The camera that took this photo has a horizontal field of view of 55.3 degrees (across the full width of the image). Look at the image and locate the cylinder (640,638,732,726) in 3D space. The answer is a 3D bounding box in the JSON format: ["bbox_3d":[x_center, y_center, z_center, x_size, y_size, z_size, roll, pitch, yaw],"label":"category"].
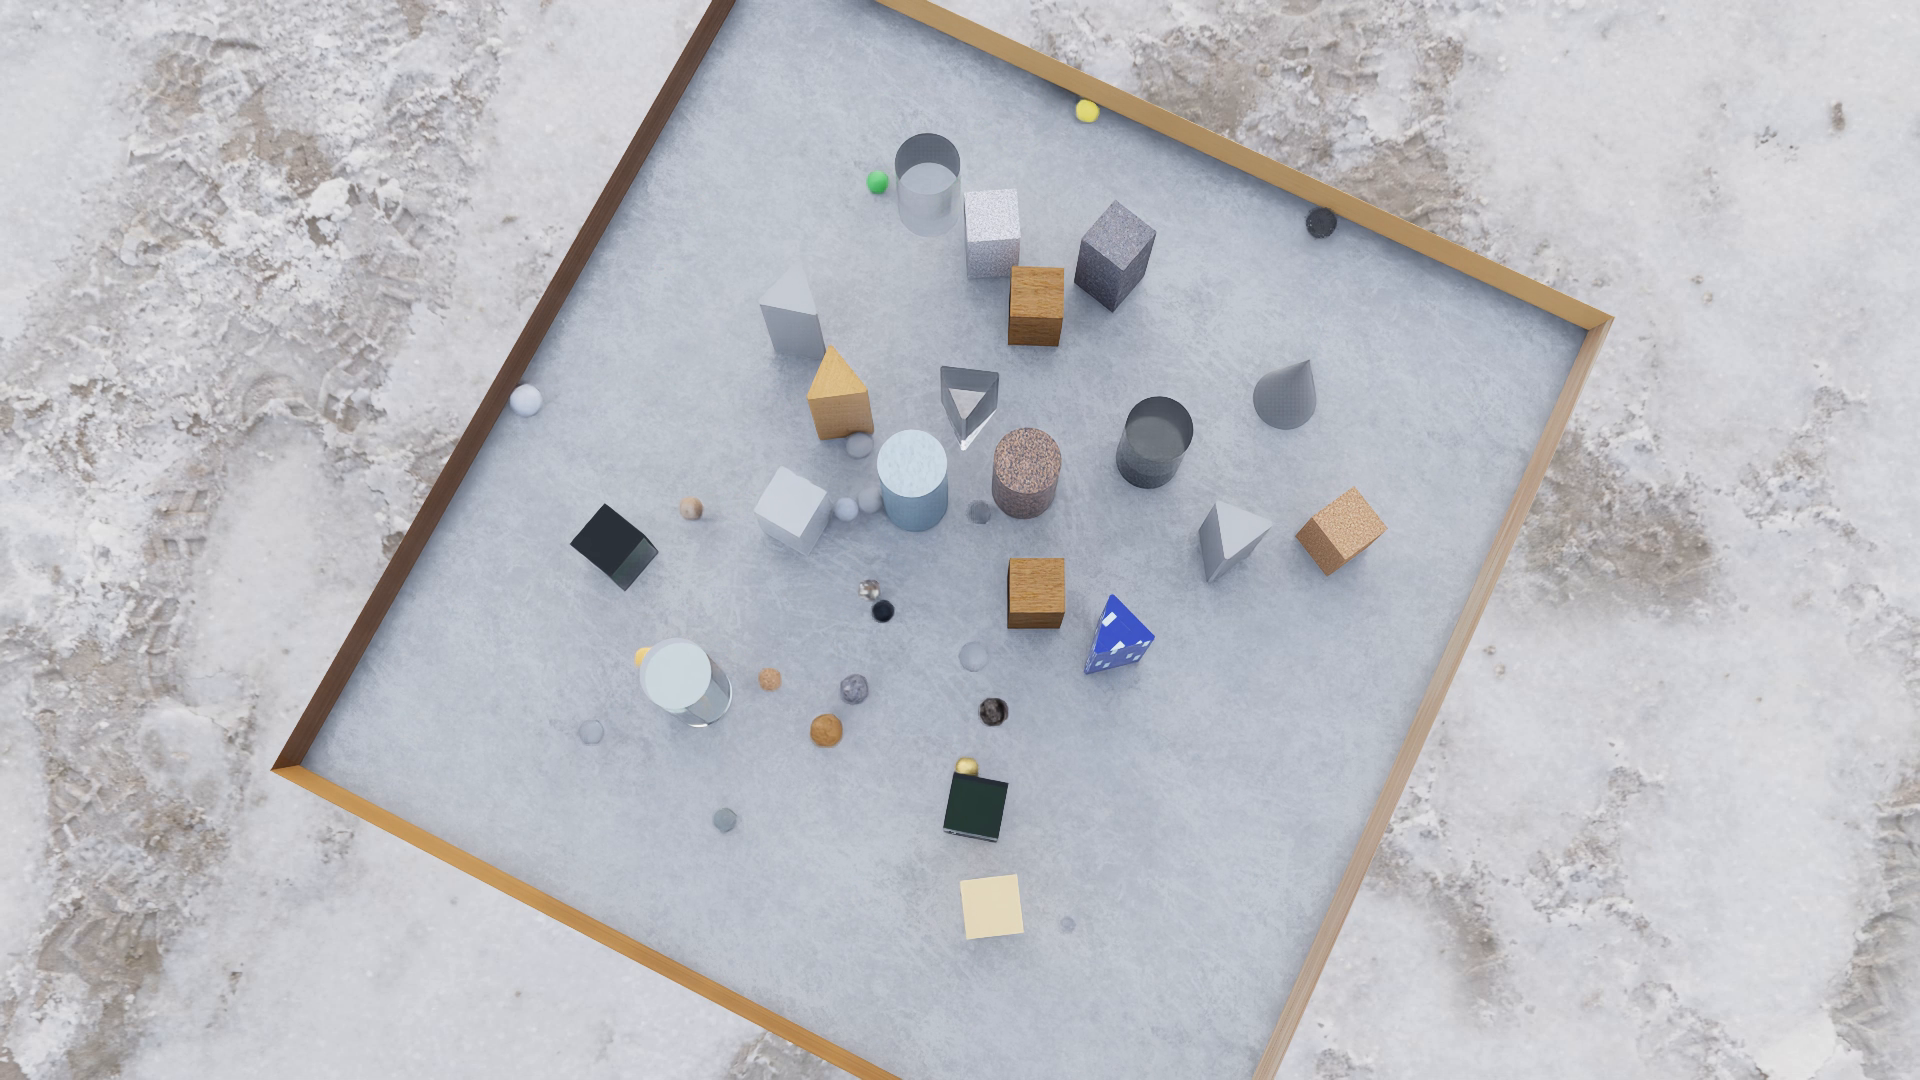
[{"bbox_3d":[-0.785,0.416,5.289,0.198,0.474,0.198,0,78,0],"label":"cylinder"}]

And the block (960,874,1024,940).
[{"bbox_3d":[0.087,1.044,5.212,0.158,0.369,0.158,-6,78,-1],"label":"block"}]

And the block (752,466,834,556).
[{"bbox_3d":[-0.496,-0.084,5.487,0.158,0.289,0.158,29,80,6],"label":"block"}]

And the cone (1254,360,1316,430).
[{"bbox_3d":[1.012,-0.481,5.504,0.198,0.415,0.198,0,78,0],"label":"cone"}]

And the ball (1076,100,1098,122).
[{"bbox_3d":[0.406,-1.374,5.865,0.072,0.072,0.072,0,78,0],"label":"ball"}]

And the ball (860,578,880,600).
[{"bbox_3d":[-0.274,0.149,5.553,0.064,0.064,0.064,0,78,0],"label":"ball"}]

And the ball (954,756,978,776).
[{"bbox_3d":[0.020,0.680,5.439,0.072,0.072,0.072,0,78,0],"label":"ball"}]

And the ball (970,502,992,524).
[{"bbox_3d":[0.062,-0.082,5.599,0.069,0.069,0.069,0,78,0],"label":"ball"}]

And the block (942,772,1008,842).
[{"bbox_3d":[0.045,0.777,5.303,0.158,0.299,0.158,11,79,2],"label":"block"}]

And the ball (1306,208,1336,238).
[{"bbox_3d":[1.139,-0.997,5.776,0.093,0.093,0.093,0,78,0],"label":"ball"}]

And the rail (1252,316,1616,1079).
[{"bbox_3d":[1.312,0.649,5.415,0.045,0.129,3.040,26,80,5],"label":"rail"}]

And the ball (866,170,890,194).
[{"bbox_3d":[-0.260,-1.137,5.815,0.072,0.072,0.072,0,78,0],"label":"ball"}]

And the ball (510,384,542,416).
[{"bbox_3d":[-1.339,-0.432,5.657,0.095,0.095,0.095,0,78,0],"label":"ball"}]

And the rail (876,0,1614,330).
[{"bbox_3d":[0.669,-1.304,5.820,2.982,0.129,0.045,26,80,5],"label":"rail"}]

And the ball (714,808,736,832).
[{"bbox_3d":[-0.693,0.826,5.411,0.068,0.068,0.068,0,78,0],"label":"ball"}]

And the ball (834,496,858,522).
[{"bbox_3d":[-0.348,-0.094,5.597,0.076,0.076,0.076,0,78,0],"label":"ball"}]

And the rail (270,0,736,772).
[{"bbox_3d":[-1.312,-0.636,5.681,0.045,0.129,3.040,26,80,5],"label":"rail"}]

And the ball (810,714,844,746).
[{"bbox_3d":[-0.397,0.565,5.449,0.099,0.099,0.099,0,78,0],"label":"ball"}]

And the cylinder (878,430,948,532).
[{"bbox_3d":[-0.136,-0.169,5.411,0.198,0.471,0.198,0,78,0],"label":"cylinder"}]

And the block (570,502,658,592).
[{"bbox_3d":[-1.032,0.024,5.487,0.158,0.243,0.158,38,81,7],"label":"block"}]

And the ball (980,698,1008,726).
[{"bbox_3d":[0.101,0.512,5.466,0.087,0.087,0.087,0,78,0],"label":"ball"}]

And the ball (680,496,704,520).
[{"bbox_3d":[-0.819,-0.097,5.600,0.071,0.071,0.071,0,78,0],"label":"ball"}]

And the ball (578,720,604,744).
[{"bbox_3d":[-1.098,0.573,5.460,0.075,0.075,0.075,0,78,0],"label":"ball"}]

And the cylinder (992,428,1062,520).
[{"bbox_3d":[0.196,-0.195,5.479,0.198,0.348,0.198,0,78,0],"label":"cylinder"}]

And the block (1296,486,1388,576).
[{"bbox_3d":[1.138,-0.023,5.482,0.158,0.272,0.158,-35,80,-7],"label":"block"}]

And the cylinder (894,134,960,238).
[{"bbox_3d":[-0.097,-1.092,5.664,0.198,0.350,0.198,0,78,0],"label":"cylinder"}]

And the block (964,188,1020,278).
[{"bbox_3d":[0.097,-0.941,5.648,0.158,0.321,0.158,-4,78,-1],"label":"block"}]

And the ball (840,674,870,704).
[{"bbox_3d":[-0.315,0.444,5.480,0.088,0.088,0.088,0,78,0],"label":"ball"}]

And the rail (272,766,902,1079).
[{"bbox_3d":[-0.669,1.317,5.277,2.982,0.129,0.045,26,80,5],"label":"rail"}]

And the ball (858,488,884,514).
[{"bbox_3d":[-0.274,-0.120,5.600,0.080,0.080,0.080,0,78,0],"label":"ball"}]

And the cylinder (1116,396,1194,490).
[{"bbox_3d":[0.581,-0.289,5.501,0.198,0.343,0.198,0,78,0],"label":"cylinder"}]

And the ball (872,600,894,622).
[{"bbox_3d":[-0.230,0.214,5.538,0.066,0.066,0.066,0,78,0],"label":"ball"}]

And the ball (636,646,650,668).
[{"bbox_3d":[-0.939,0.357,5.506,0.072,0.072,0.072,0,78,0],"label":"ball"}]

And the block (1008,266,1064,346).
[{"bbox_3d":[0.232,-0.715,5.623,0.158,0.276,0.158,2,78,0],"label":"block"}]

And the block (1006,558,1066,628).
[{"bbox_3d":[0.223,0.161,5.428,0.158,0.303,0.158,0,78,0],"label":"block"}]

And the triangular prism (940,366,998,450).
[{"bbox_3d":[0.003,-0.425,5.519,0.149,0.364,0.172,36,81,7],"label":"triangular prism"}]

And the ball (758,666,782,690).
[{"bbox_3d":[-0.571,0.416,5.495,0.071,0.071,0.071,0,78,0],"label":"ball"}]

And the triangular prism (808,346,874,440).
[{"bbox_3d":[-0.362,-0.442,5.474,0.172,0.458,0.149,-8,78,-2],"label":"triangular prism"}]

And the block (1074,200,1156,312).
[{"bbox_3d":[0.470,-0.862,5.600,0.158,0.382,0.158,39,81,7],"label":"block"}]

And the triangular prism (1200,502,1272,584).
[{"bbox_3d":[0.780,-0.015,5.423,0.172,0.385,0.149,-37,81,-7],"label":"triangular prism"}]

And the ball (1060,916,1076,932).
[{"bbox_3d":[0.315,1.125,5.360,0.046,0.046,0.046,0,78,0],"label":"ball"}]

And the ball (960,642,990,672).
[{"bbox_3d":[0.042,0.350,5.498,0.090,0.090,0.090,0,78,0],"label":"ball"}]

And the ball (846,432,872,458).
[{"bbox_3d":[-0.311,-0.292,5.635,0.082,0.082,0.082,0,78,0],"label":"ball"}]

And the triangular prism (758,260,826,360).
[{"bbox_3d":[-0.483,-0.696,5.532,0.172,0.447,0.149,12,79,2],"label":"triangular prism"}]

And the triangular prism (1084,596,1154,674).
[{"bbox_3d":[0.442,0.268,5.334,0.172,0.445,0.149,-13,79,-3],"label":"triangular prism"}]
